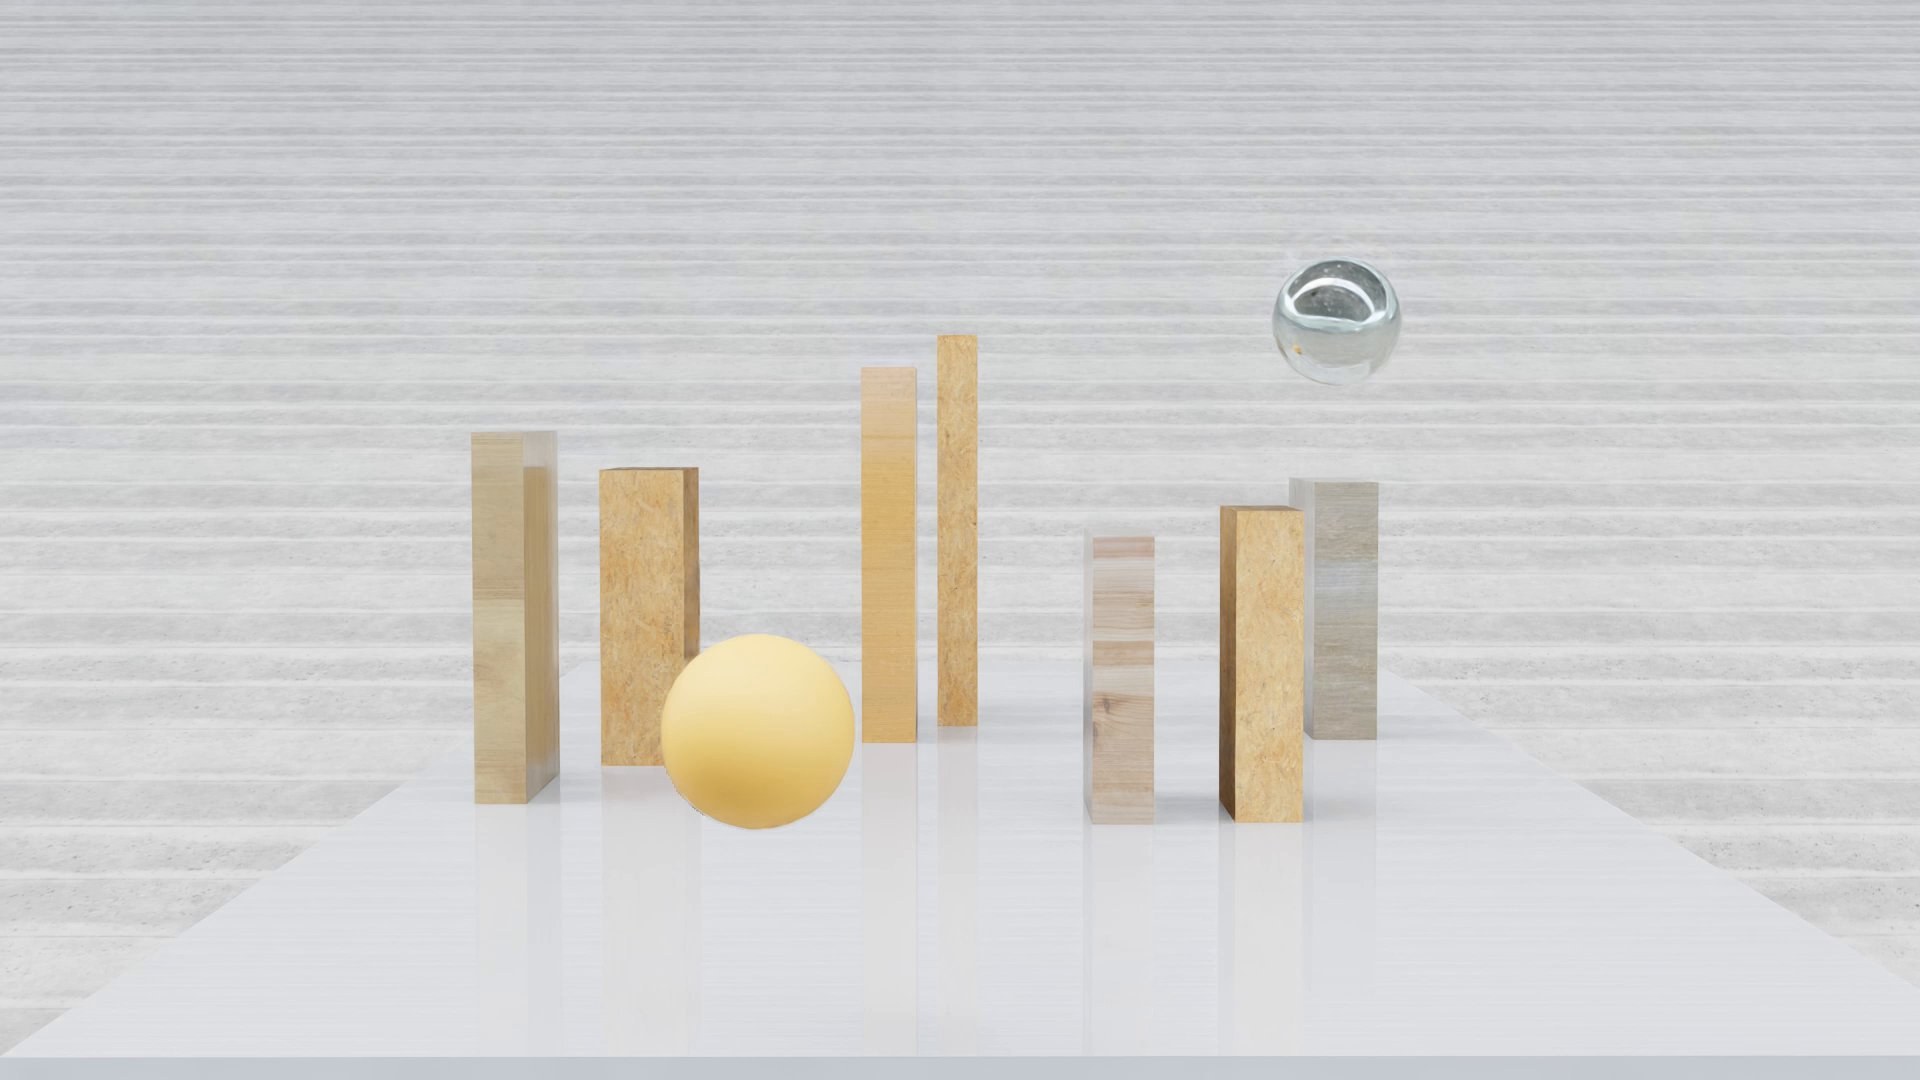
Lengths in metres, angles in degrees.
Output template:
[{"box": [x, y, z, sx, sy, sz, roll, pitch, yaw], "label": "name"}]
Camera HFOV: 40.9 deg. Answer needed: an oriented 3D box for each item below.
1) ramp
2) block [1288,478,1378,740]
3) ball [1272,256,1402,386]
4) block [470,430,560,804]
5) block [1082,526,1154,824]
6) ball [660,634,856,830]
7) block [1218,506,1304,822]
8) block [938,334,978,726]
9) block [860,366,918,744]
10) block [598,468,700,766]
[{"box": [0.051, 0.458, 4.533, 2.000, 0.100, 4.000, 0, 3, 0], "label": "ramp"}, {"box": [0.743, 0.128, 5.141, 0.122, 0.497, 0.385, 0, 3, 0], "label": "block"}, {"box": [0.363, -0.211, 2.476, 0.124, 0.124, 0.124, 0, 22, 0], "label": "ball"}, {"box": [-0.744, 0.118, 4.322, 0.083, 0.601, 0.357, 0, 3, 0], "label": "block"}, {"box": [0.250, 0.208, 4.085, 0.094, 0.445, 0.294, 0, 3, 0], "label": "block"}, {"box": [-0.205, 0.195, 2.623, 0.199, 0.199, 0.199, 0, 22, 0], "label": "ball"}, {"box": [0.476, 0.190, 4.078, 0.104, 0.481, 0.249, 0, 3, 0], "label": "block"}, {"box": [-0.005, -0.026, 5.339, 0.081, 0.787, 0.356, 0, 3, 0], "label": "block"}, {"box": [-0.137, 0.022, 5.056, 0.102, 0.718, 0.310, 0, 3, 0], "label": "block"}, {"box": [-0.568, 0.133, 4.733, 0.150, 0.529, 0.280, 0, 3, 0], "label": "block"}]
